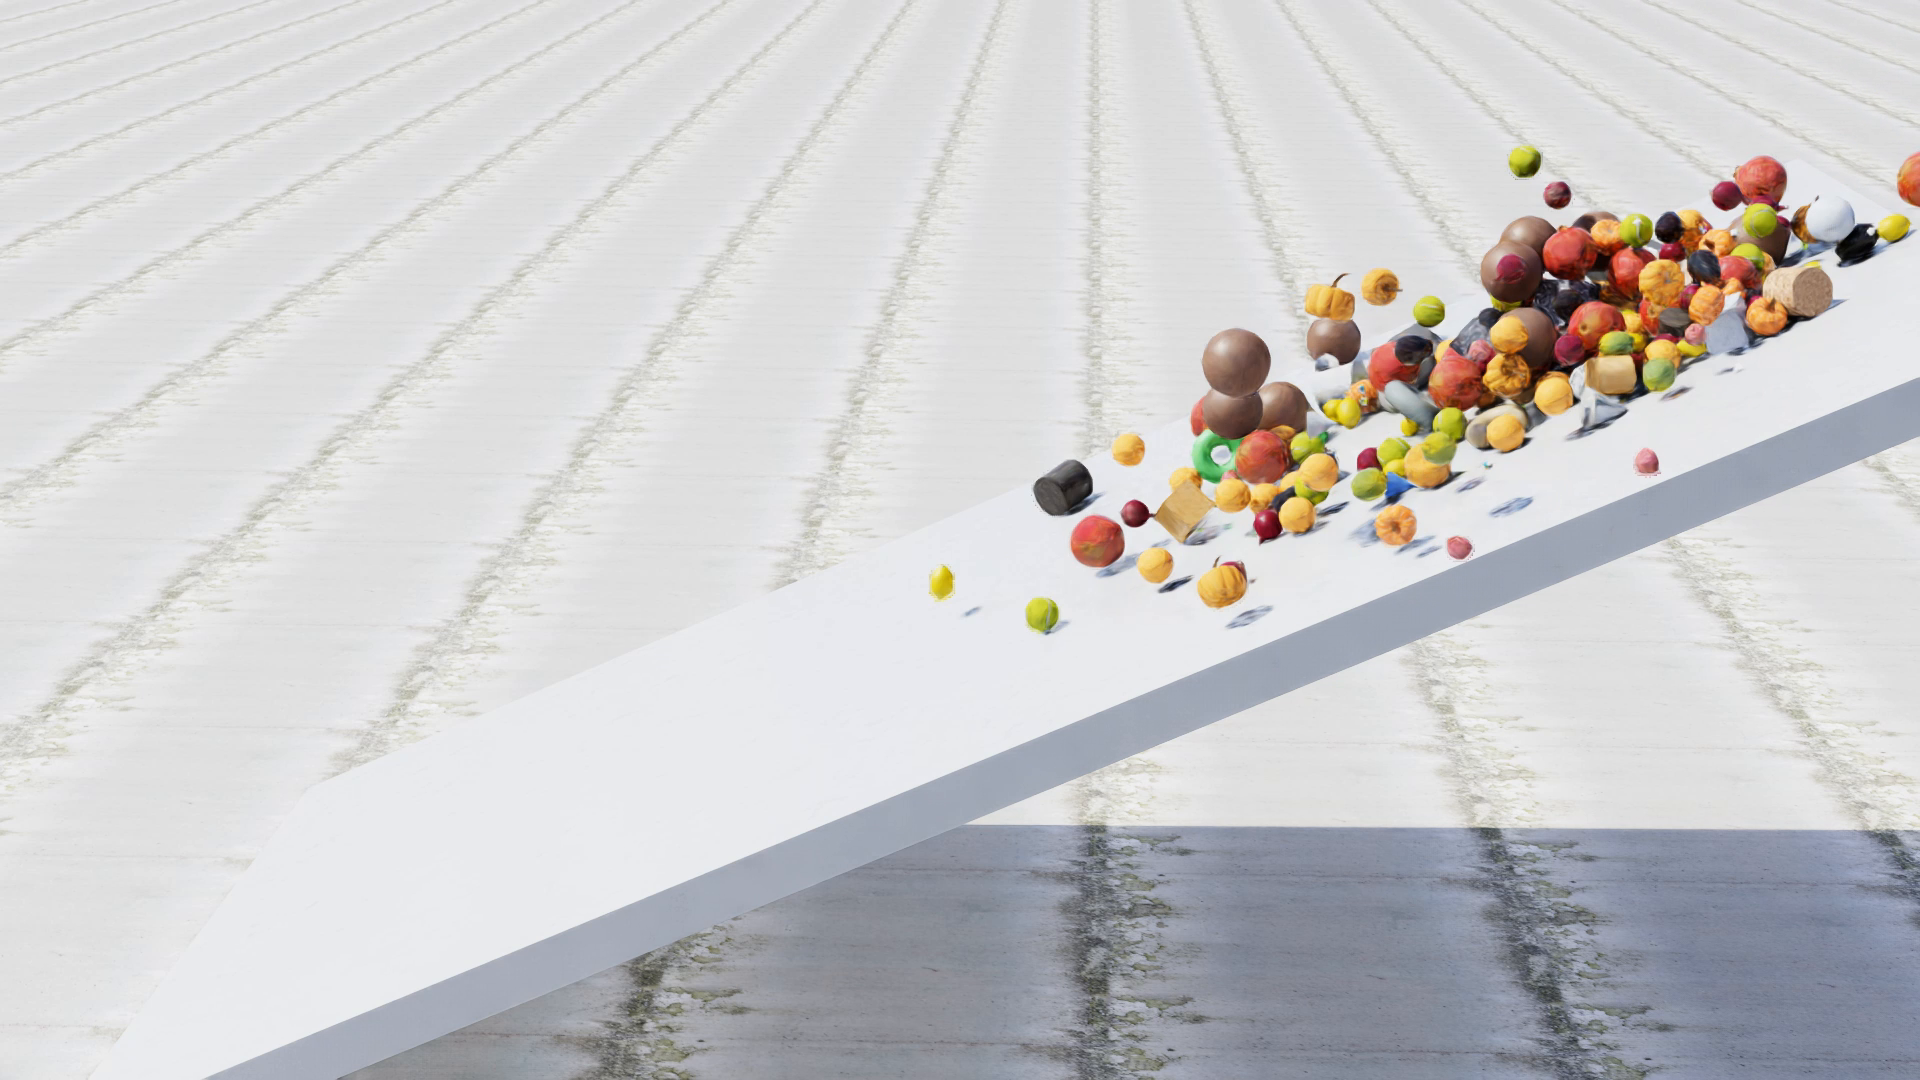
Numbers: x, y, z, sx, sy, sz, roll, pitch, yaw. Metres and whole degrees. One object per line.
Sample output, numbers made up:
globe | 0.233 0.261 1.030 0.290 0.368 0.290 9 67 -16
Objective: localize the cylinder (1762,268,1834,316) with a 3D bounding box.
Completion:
cylinder | 1.622 -0.480 5.695 0.095 0.095 0.095 -5 6 -20

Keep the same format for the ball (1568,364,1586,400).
ball | 1.233 -0.308 5.767 0.076 0.076 0.076 0 15 0

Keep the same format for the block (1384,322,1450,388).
block | 0.999 -0.400 6.443 0.094 0.094 0.094 -30 58 -24

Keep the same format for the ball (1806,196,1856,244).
ball | 1.744 -0.642 5.894 0.096 0.096 0.096 0 15 0

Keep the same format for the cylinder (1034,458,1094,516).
cylinder | 0.239 -0.121 6.790 0.099 0.099 0.099 13 38 41

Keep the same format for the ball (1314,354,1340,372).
ball | 0.860 -0.405 6.888 0.060 0.060 0.060 0 15 0

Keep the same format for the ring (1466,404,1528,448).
ring | 1.061 -0.225 5.814 0.130 0.043 0.130 -25 17 8

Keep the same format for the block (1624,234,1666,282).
block | 1.466 -0.602 6.291 0.061 0.061 0.061 27 71 32

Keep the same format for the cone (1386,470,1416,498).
cone | 0.864 -0.107 5.756 0.057 0.057 0.057 5 16 8

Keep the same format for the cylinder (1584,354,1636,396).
cylinder | 1.256 -0.317 5.683 0.077 0.077 0.077 -5 15 -5

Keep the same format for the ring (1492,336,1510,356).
ring | 1.141 -0.424 6.402 0.112 0.037 0.112 4 -2 0

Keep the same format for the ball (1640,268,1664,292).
ball | 1.499 -0.564 6.351 0.055 0.055 0.055 0 15 0

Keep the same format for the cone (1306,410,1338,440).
cone | 0.650 -0.207 5.250 0.052 0.052 0.052 -3 13 22

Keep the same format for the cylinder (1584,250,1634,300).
cylinder | 1.410 -0.577 6.397 0.076 0.076 0.076 -40 6 5

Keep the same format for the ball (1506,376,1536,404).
ball | 1.129 -0.302 5.914 0.059 0.059 0.059 0 15 0

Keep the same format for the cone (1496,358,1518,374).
cone | 1.158 -0.357 6.218 0.054 0.054 0.054 4 15 5

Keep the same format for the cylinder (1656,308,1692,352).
cylinder | 1.417 -0.417 5.836 0.063 0.063 0.063 -3 41 3

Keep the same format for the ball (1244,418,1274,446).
ball | 0.668 -0.240 6.568 0.064 0.064 0.064 0 15 0

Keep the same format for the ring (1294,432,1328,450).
ring | 0.764 -0.218 6.390 0.077 0.026 0.077 -24 14 6

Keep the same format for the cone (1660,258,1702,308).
cone | 1.501 -0.511 6.045 0.095 0.095 0.095 -29 30 18

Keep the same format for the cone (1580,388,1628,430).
cone | 1.237 -0.249 5.608 0.084 0.084 0.084 1 15 -7

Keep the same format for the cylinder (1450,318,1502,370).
cylinder | 1.061 -0.404 6.048 0.078 0.078 0.078 42 25 7

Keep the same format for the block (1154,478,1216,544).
block | 0.463 -0.059 6.066 0.080 0.080 0.080 43 65 9

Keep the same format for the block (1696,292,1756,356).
block | 1.487 -0.419 5.713 0.080 0.080 0.080 -17 21 30

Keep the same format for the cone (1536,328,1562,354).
cone | 1.266 -0.430 6.255 0.058 0.058 0.058 12 26 38

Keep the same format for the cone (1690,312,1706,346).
cone | 1.491 -0.427 5.811 0.069 0.069 0.069 -17 18 -11

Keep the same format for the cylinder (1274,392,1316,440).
cylinder | 0.744 -0.274 6.495 0.076 0.076 0.076 -37 4 3

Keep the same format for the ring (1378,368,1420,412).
ring | 0.946 -0.323 6.346 0.035 0.104 0.104 32 -7 -38

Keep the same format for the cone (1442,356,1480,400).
cone | 1.053 -0.355 6.267 0.086 0.086 0.086 -24 13 6

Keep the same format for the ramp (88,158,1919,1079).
ramp | 0.132 0.170 6.284 4.000 0.100 2.000 -23 13 8

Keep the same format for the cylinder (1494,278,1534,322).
cylinder | 1.220 -0.526 6.449 0.078 0.078 0.078 -20 14 5

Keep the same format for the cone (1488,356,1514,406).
cone | 1.115 -0.338 6.072 0.091 0.091 0.091 -23 13 6

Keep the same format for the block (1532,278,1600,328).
block | 1.263 -0.493 6.132 0.094 0.094 0.094 3 4 -35

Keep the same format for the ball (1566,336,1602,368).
ball | 1.271 -0.380 5.996 0.071 0.071 0.071 0 15 0

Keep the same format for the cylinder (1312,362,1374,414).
cylinder | 0.852 -0.338 6.544 0.098 0.098 0.098 -16 4 36

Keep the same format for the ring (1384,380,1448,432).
ring | 0.939 -0.276 6.056 0.149 0.050 0.149 33 14 -9

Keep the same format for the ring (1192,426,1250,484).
ring | 0.566 -0.184 6.380 0.128 0.128 0.043 0 4 0

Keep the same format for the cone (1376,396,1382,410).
cone | 0.950 -0.312 6.406 0.065 0.065 0.065 11 19 26
